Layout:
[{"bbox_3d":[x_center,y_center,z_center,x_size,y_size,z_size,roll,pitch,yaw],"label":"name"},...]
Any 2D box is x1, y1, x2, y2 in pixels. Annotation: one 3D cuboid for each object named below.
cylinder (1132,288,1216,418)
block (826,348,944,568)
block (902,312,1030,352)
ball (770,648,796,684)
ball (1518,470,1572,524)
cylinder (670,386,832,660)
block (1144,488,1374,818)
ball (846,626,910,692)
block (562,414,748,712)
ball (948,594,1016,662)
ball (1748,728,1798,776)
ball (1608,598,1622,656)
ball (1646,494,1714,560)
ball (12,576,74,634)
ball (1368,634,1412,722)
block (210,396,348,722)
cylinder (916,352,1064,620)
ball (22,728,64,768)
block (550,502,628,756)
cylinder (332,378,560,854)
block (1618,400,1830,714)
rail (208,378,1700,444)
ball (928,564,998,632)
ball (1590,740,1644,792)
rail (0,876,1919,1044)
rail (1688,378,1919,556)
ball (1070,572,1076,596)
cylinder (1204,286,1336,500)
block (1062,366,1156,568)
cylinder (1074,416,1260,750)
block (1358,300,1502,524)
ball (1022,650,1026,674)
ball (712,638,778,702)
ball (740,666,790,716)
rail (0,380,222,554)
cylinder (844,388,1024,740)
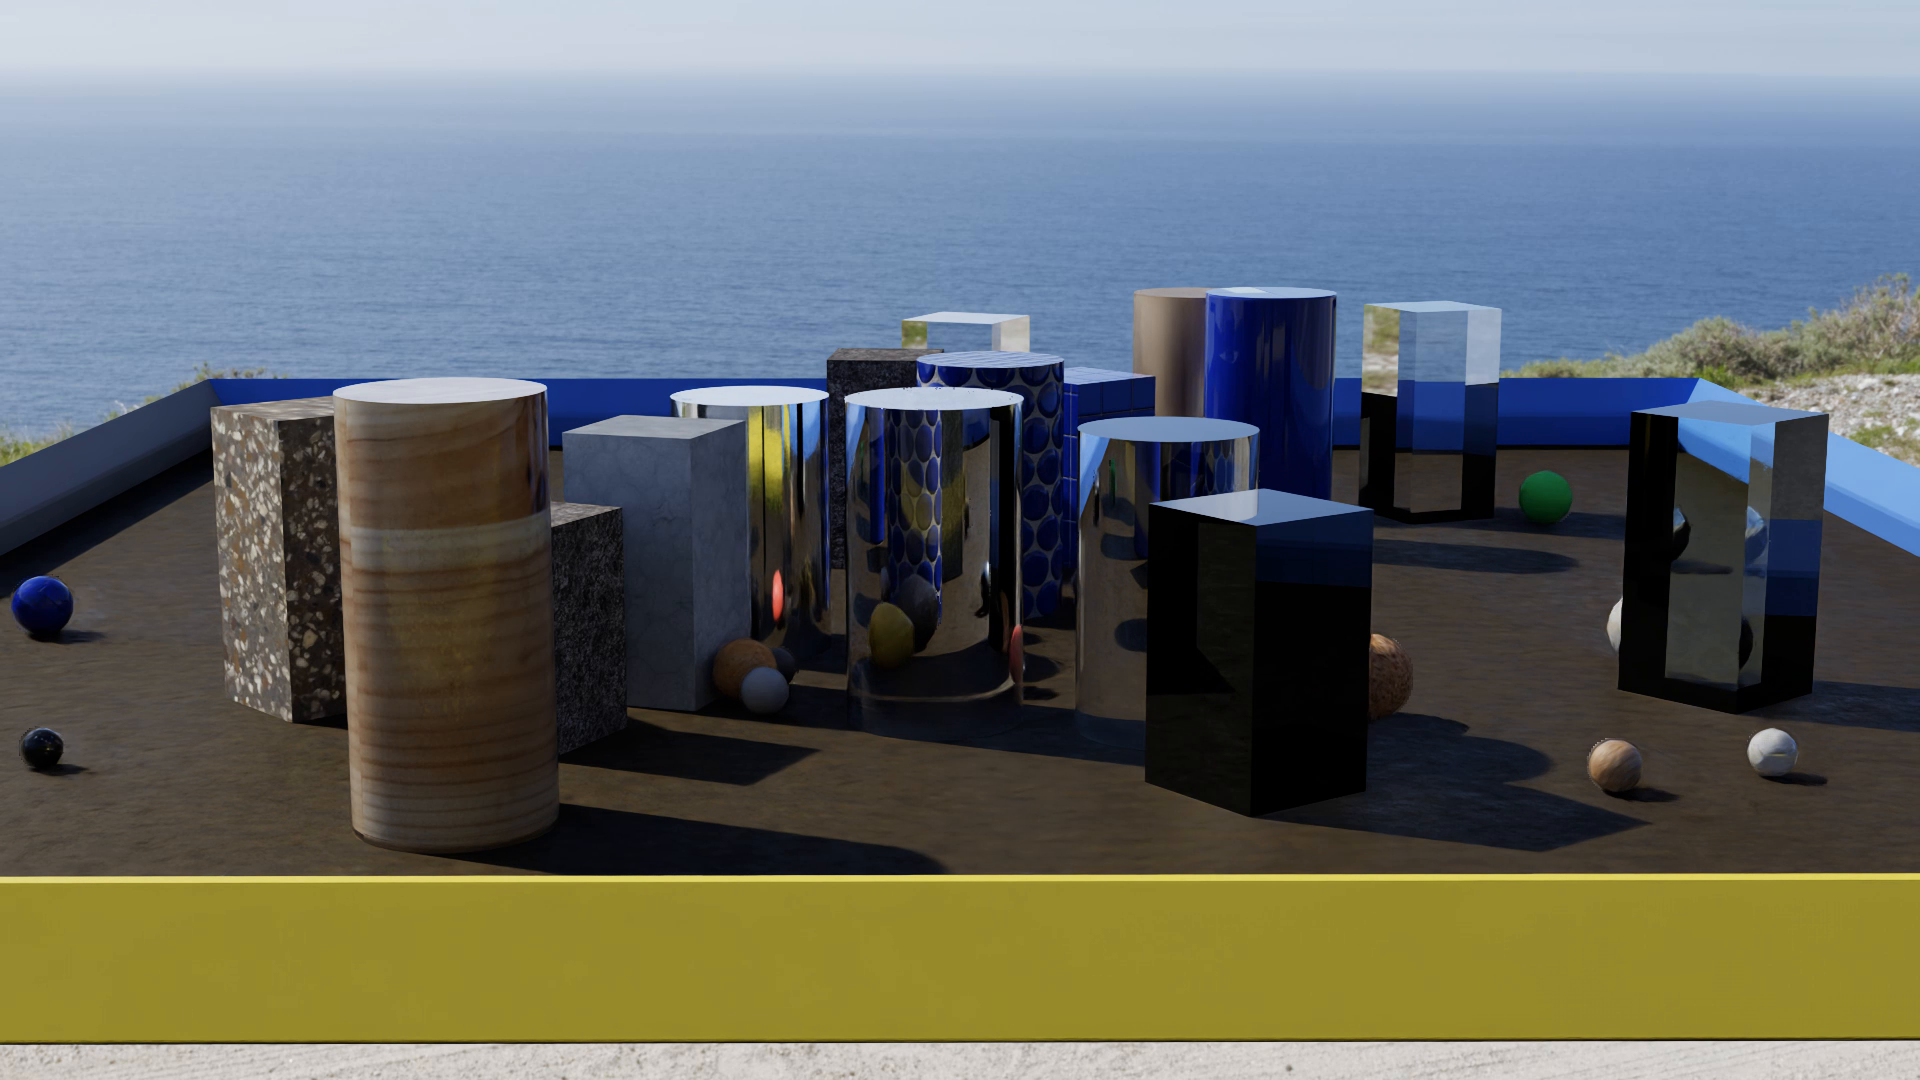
[{"bbox_3d":[0.387,-0.236,4.287,0.199,0.355,0.199,0,10,0],"label":"cylinder"},{"bbox_3d":[-0.109,-0.123,3.810,0.159,0.307,0.159,1,11,4],"label":"block"},{"bbox_3d":[0.010,-0.206,4.221,0.159,0.320,0.159,5,11,24],"label":"block"},{"bbox_3d":[-0.217,0.152,3.040,0.047,0.047,0.047,0,10,0],"label":"ball"},{"bbox_3d":[0.942,-0.069,4.127,0.085,0.085,0.085,0,10,0],"label":"ball"},{"bbox_3d":[-0.263,-0.024,3.237,0.199,0.320,0.199,0,10,0],"label":"cylinder"},{"bbox_3d":[0.301,0.109,2.599,0.159,0.291,0.159,-8,13,-36],"label":"block"},{"bbox_3d":[-0.096,0.140,3.023,0.076,0.076,0.076,0,10,0],"label":"ball"},{"bbox_3d":[-0.353,0.023,3.001,0.159,0.314,0.159,3,11,18],"label":"block"},{"bbox_3d":[0.027,0.109,3.170,0.083,0.083,0.083,0,10,0],"label":"ball"},{"bbox_3d":[0.842,0.221,2.659,0.050,0.050,0.050,0,10,0],"label":"ball"},{"bbox_3d":[0.841,0.108,3.139,0.095,0.095,0.095,0,10,0],"label":"ball"},{"bbox_3d":[1.071,-0.019,3.819,0.098,0.098,0.098,0,10,0],"label":"ball"},{"bbox_3d":[-1.188,0.085,3.322,0.076,0.076,0.076,0,10,0],"label":"ball"},{"bbox_3d":[0.457,0.154,2.883,0.099,0.099,0.099,0,10,0],"label":"ball"},{"bbox_3d":[-0.744,0.017,2.958,0.159,0.341,0.159,-9,14,-42],"label":"block"},{"bbox_3d":[0.041,-0.076,3.471,0.199,0.338,0.199,0,10,0],"label":"cylinder"},{"bbox_3d":[-0.963,0.218,2.692,0.042,0.042,0.042,0,10,0],"label":"ball"},{"bbox_3d":[-0.477,0.093,2.802,0.159,0.248,0.159,5,12,25],"label":"block"},{"bbox_3d":[-0.490,0.067,2.460,0.199,0.424,0.199,0,10,0],"label":"cylinder"},{"bbox_3d":[0.890,0.015,2.994,0.159,0.331,0.159,-9,14,-40],"label":"block"},{"bbox_3d":[-0.009,-0.245,4.950,2.888,0.129,0.045,0,10,0],"label":"rail"},{"bbox_3d":[0.004,0.078,3.316,0.092,0.092,0.092,0,10,0],"label":"ball"},{"bbox_3d":[0.666,0.229,2.602,0.054,0.054,0.054,0,10,0],"label":"ball"},{"bbox_3d":[0.009,0.311,1.948,2.888,0.129,0.045,0,10,0],"label":"rail"},{"bbox_3d":[1.420,0.032,3.457,0.045,0.129,3.100,0,10,0],"label":"rail"},{"bbox_3d":[0.179,0.060,3.517,0.054,0.054,0.054,0,10,0],"label":"ball"},{"bbox_3d":[0.473,-0.186,3.933,0.199,0.386,0.199,0,10,0],"label":"cylinder"},{"bbox_3d":[0.178,-0.111,3.842,0.159,0.272,0.159,-9,14,-40],"label":"block"},{"bbox_3d":[0.227,0.044,2.827,0.199,0.336,0.199,0,10,0],"label":"cylinder"},{"bbox_3d":[0.766,-0.211,4.191,0.159,0.341,0.159,-4,11,-22],"label":"block"},{"bbox_3d":[0.043,0.144,3.023,0.068,0.068,0.068,0,10,0],"label":"ball"},{"bbox_3d":[-0.249,0.151,2.966,0.075,0.075,0.075,0,10,0],"label":"ball"},{"bbox_3d":[-0.222,0.171,2.909,0.056,0.056,0.056,0,10,0],"label":"ball"},{"bbox_3d":[-1.420,0.035,3.441,0.045,0.129,3.100,0,10,0],"label":"rail"},{"bbox_3d":[-0.029,0.022,2.868,0.199,0.364,0.199,0,10,0],"label":"cylinder"}]
